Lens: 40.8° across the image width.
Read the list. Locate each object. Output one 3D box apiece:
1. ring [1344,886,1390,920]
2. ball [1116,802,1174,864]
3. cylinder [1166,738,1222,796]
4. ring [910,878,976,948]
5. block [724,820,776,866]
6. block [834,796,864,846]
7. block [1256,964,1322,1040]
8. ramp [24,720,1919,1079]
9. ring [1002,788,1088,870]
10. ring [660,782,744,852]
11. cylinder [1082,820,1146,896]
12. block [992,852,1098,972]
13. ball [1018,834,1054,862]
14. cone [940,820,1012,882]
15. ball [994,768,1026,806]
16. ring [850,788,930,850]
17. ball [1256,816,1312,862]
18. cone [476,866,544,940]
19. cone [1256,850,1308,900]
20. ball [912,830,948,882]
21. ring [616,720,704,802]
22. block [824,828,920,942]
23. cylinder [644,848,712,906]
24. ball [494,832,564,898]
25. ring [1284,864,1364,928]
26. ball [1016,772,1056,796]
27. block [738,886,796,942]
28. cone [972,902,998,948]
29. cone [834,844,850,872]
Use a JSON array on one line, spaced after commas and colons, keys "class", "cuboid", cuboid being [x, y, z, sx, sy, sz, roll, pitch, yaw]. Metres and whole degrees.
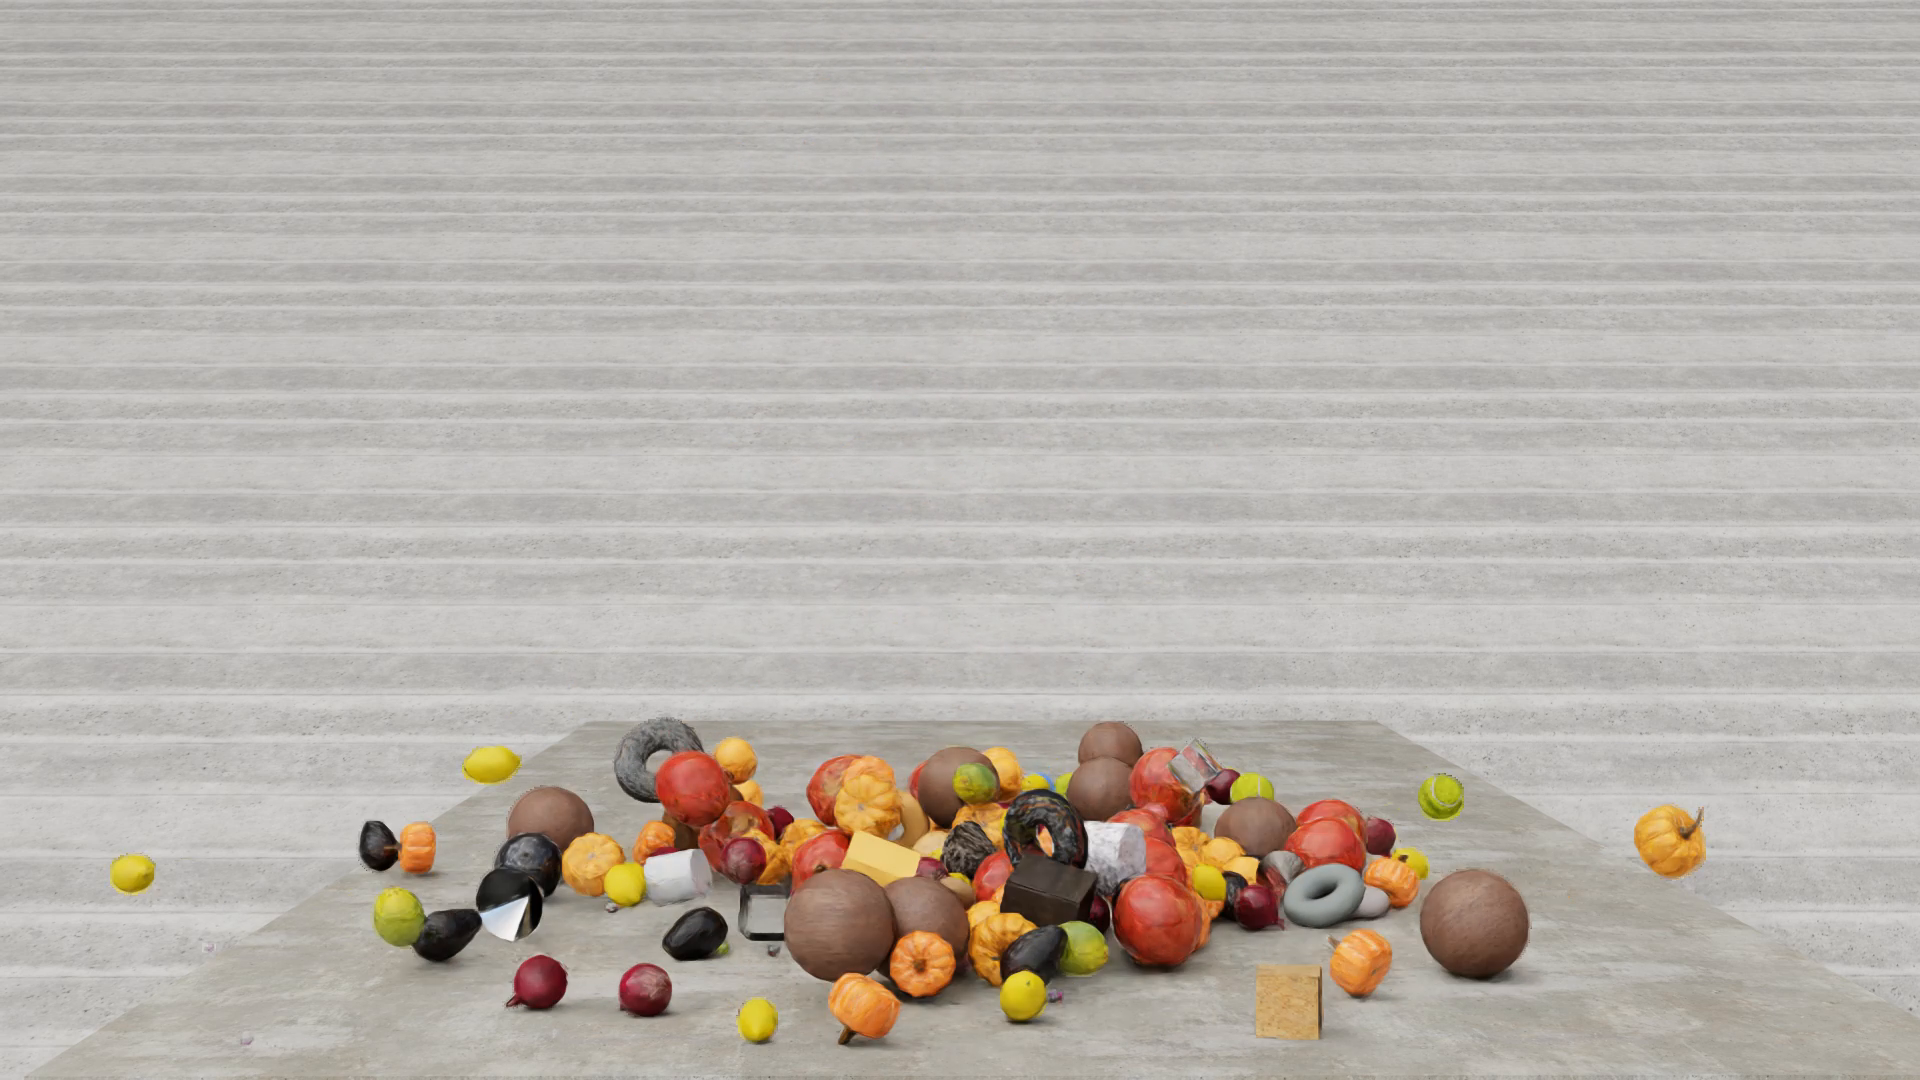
[{"class": "ring", "cuboid": [0.536, 0.499, 3.558, 0.112, 0.037, 0.112, -1, 0, 0]}, {"class": "ball", "cuboid": [0.289, 0.460, 4.058, 0.096, 0.096, 0.096, 0, 27, 0]}, {"class": "cylinder", "cuboid": [0.339, 0.329, 3.734, 0.060, 0.060, 0.060, 49, 41, 5]}, {"class": "ring", "cuboid": [-0.022, 0.478, 3.311, 0.098, 0.098, 0.033, -18, 35, -32]}, {"class": "block", "cuboid": [-0.331, 0.477, 4.069, 0.062, 0.062, 0.062, -1, 1, -31]}, {"class": "block", "cuboid": [-0.150, 0.460, 4.108, 0.095, 0.095, 0.095, 0, 1, -4]}, {"class": "block", "cuboid": [0.356, 0.499, 2.791, 0.067, 0.067, 0.067, 0, 1, 10]}, {"class": "ramp", "cuboid": [0.061, 0.549, 4.585, 2.000, 0.100, 4.000, 0, 1, 0]}, {"class": "ring", "cuboid": [0.107, 0.376, 3.240, 0.131, 0.131, 0.044, 25, 27, 39]}, {"class": "ring", "cuboid": [-0.408, 0.442, 4.091, 0.146, 0.146, 0.049, -17, 50, -29]}, {"class": "cylinder", "cuboid": [0.183, 0.417, 3.391, 0.094, 0.094, 0.094, 1, 24, 28]}, {"class": "block", "cuboid": [0.103, 0.450, 3.124, 0.093, 0.093, 0.093, 16, 19, 13]}, {"class": "ball", "cuboid": [0.124, 0.475, 3.828, 0.075, 0.075, 0.075, 0, 27, 0]}, {"class": "cone", "cuboid": [0.037, 0.435, 3.498, 0.090, 0.090, 0.090, 14, 29, 40]}, {"class": "ball", "cuboid": [0.099, 0.460, 4.802, 0.070, 0.070, 0.070, 0, 27, 0]}, {"class": "ring", "cuboid": [-0.107, 0.445, 3.987, 0.125, 0.125, 0.042, 5, 11, 10]}, {"class": "ball", "cuboid": [0.500, 0.467, 3.981, 0.085, 0.085, 0.085, 0, 27, 0]}, {"class": "cone", "cuboid": [-0.564, 0.464, 3.364, 0.095, 0.095, 0.095, 9, 7, 18]}, {"class": "cone", "cuboid": [0.450, 0.471, 3.565, 0.072, 0.072, 0.072, -1, 5, -1]}, {"class": "ball", "cuboid": [-0.033, 0.473, 3.836, 0.081, 0.081, 0.081, 0, 27, 0]}, {"class": "ring", "cuboid": [-0.467, 0.344, 4.014, 0.143, 0.048, 0.143, -7, 54, 9]}, {"class": "block", "cuboid": [-0.109, 0.428, 3.200, 0.087, 0.087, 0.087, 21, 17, -1]}, {"class": "cylinder", "cuboid": [-0.370, 0.443, 3.391, 0.066, 0.066, 0.066, -13, 24, 15]}, {"class": "ball", "cuboid": [-0.615, 0.466, 3.683, 0.099, 0.099, 0.099, 0, 27, 0]}, {"class": "ring", "cuboid": [0.493, 0.481, 3.493, 0.115, 0.038, 0.115, -21, 23, 10]}, {"class": "ball", "cuboid": [0.126, 0.418, 4.291, 0.065, 0.065, 0.065, 0, 27, 0]}, {"class": "block", "cuboid": [-0.246, 0.474, 3.279, 0.056, 0.056, 0.056, 3, 9, -20]}, {"class": "cone", "cuboid": [0.029, 0.488, 3.308, 0.053, 0.053, 0.053, -22, 2, 1]}, {"class": "cone", "cuboid": [-0.162, 0.465, 3.648, 0.051, 0.051, 0.051, 19, 30, -11]}]
